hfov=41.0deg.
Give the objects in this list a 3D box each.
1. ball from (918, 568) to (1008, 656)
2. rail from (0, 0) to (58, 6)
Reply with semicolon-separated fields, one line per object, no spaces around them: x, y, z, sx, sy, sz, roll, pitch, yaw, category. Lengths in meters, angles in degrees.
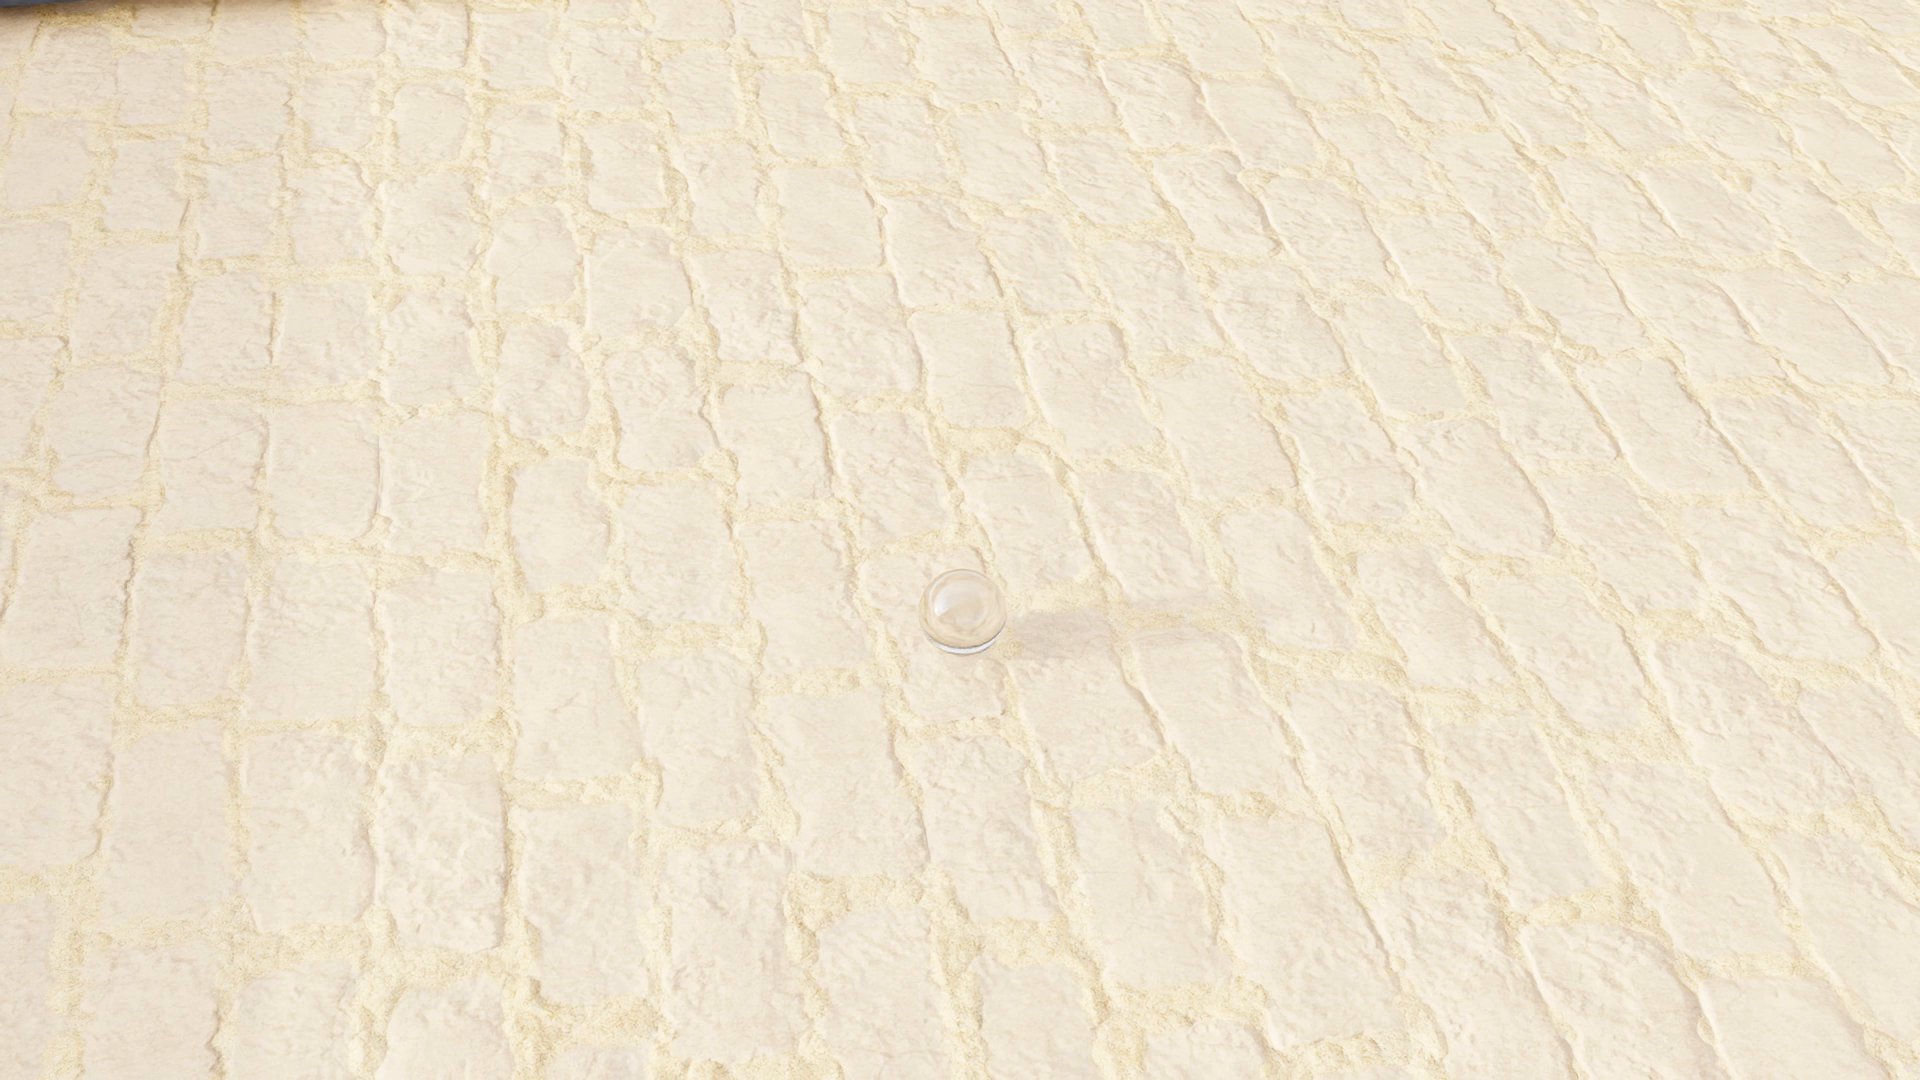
0.001;0.041;1.469;0.051;0.051;0.051;0;37;0;ball
0.718;-0.647;2.333;3.543;0.121;0.045;-6;37;-8;rail
